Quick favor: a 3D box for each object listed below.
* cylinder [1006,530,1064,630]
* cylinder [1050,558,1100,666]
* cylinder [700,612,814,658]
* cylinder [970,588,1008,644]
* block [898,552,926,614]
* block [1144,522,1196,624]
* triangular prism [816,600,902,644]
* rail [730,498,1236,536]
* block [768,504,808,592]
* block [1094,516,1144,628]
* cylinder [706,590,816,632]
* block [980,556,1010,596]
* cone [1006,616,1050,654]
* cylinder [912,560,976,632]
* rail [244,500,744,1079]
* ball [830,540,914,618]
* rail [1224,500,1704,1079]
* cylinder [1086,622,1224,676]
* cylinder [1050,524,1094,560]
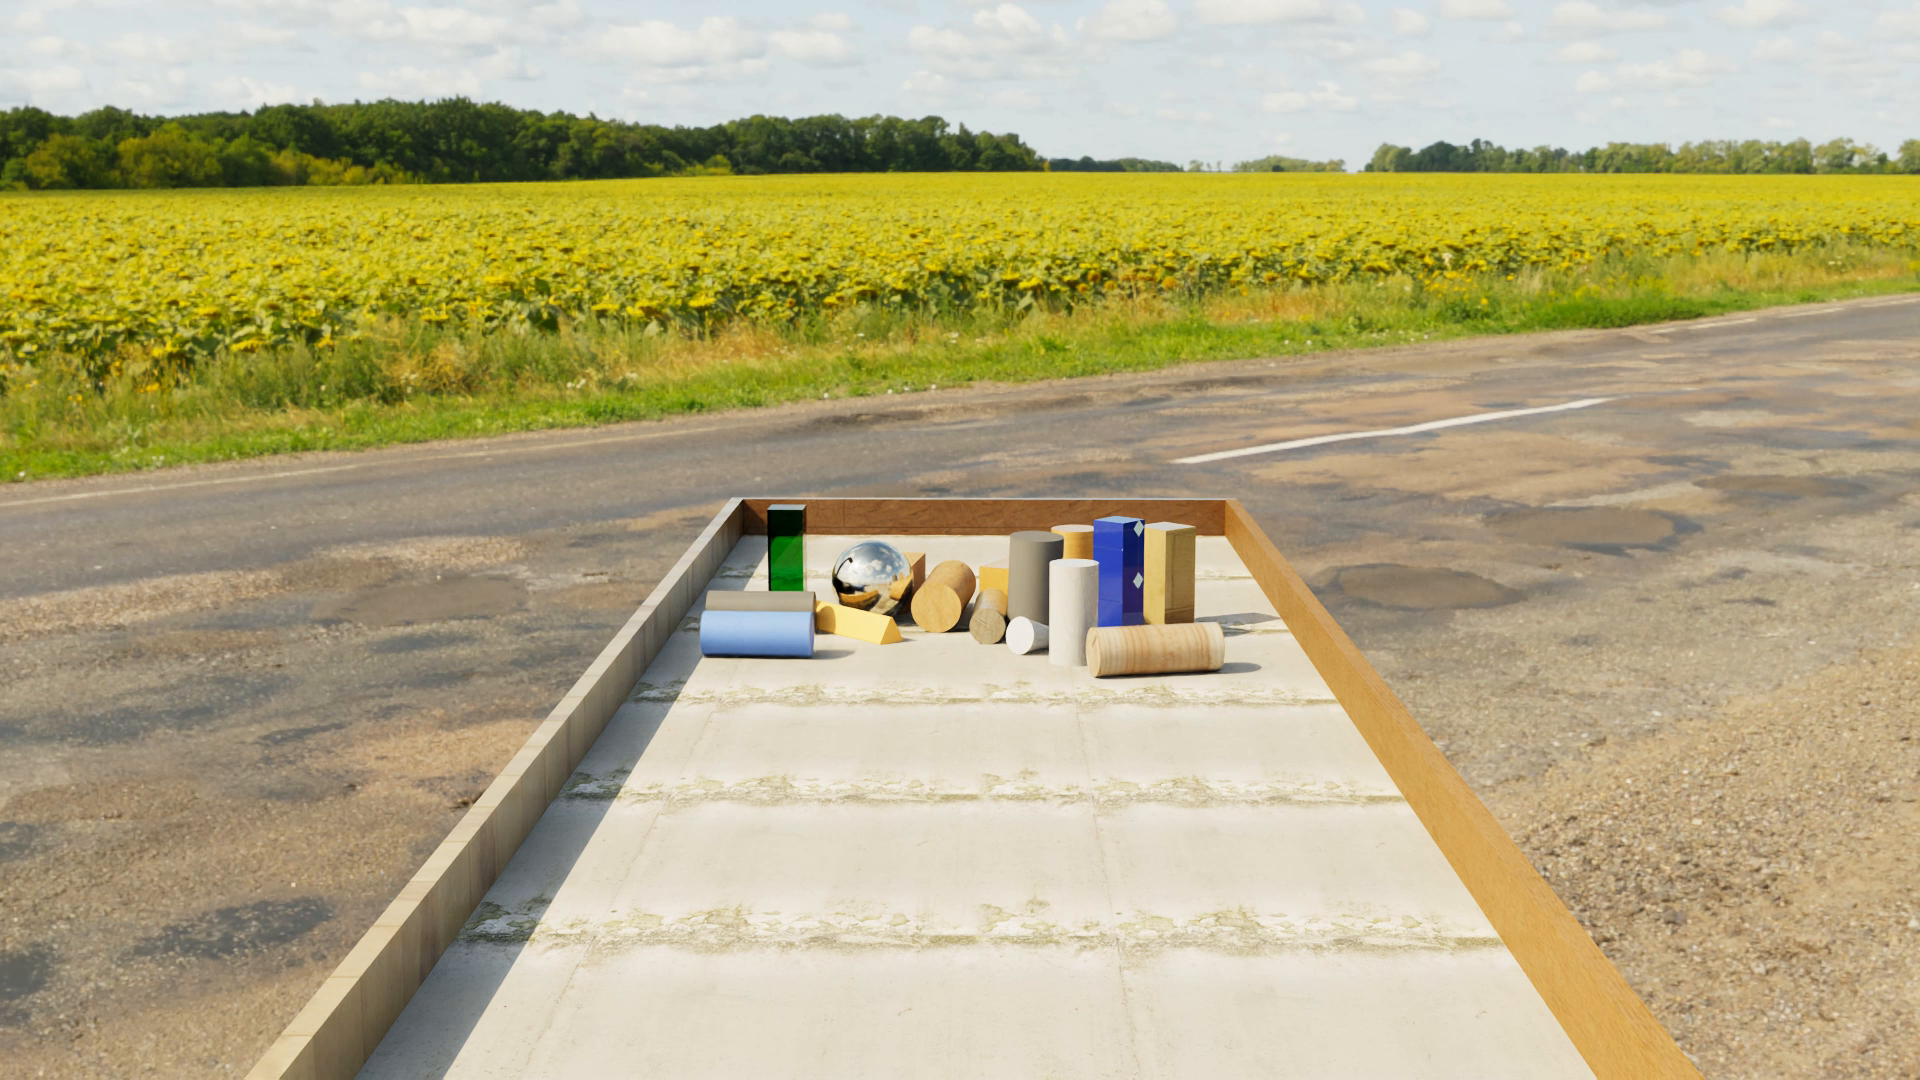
[{"bbox_3d":[0.239,0.148,7.004,0.172,0.326,0.172,2,12,0],"label":"cylinder"},{"bbox_3d":[0.345,0.219,6.657,0.149,0.304,0.149,0,9,0],"label":"cylinder"},{"bbox_3d":[-0.621,0.289,6.750,0.332,0.137,0.137,1,9,3],"label":"cylinder"},{"bbox_3d":[0.096,0.244,7.112,0.113,0.113,0.383,0,9,3],"label":"cylinder"},{"bbox_3d":[-0.224,0.147,7.616,0.146,0.146,0.405,1,9,9],"label":"block"},{"bbox_3d":[0.669,0.120,7.190,0.141,0.333,0.141,-8,12,-40],"label":"block"},{"bbox_3d":[-0.344,0.261,7.091,0.094,0.081,0.388,-8,12,-40],"label":"triangular prism"},{"bbox_3d":[0.099,-0.098,9.147,2.100,0.150,0.050,0,9,1],"label":"rail"},{"bbox_3d":[-0.566,0.085,7.222,0.116,0.391,0.116,0,9,2],"label":"block"},{"bbox_3d":[0.500,0.130,6.929,0.115,0.394,0.115,8,12,40],"label":"block"},{"bbox_3d":[-0.642,0.232,7.122,0.344,0.133,0.133,0,9,2],"label":"cylinder"},{"bbox_3d":[0.242,0.150,7.504,0.175,0.175,0.437,5,10,27],"label":"block"},{"bbox_3d":[0.292,0.306,6.891,0.117,0.117,0.311,9,2,44],"label":"cone"},{"bbox_3d":[-0.051,0.184,7.328,0.163,0.163,0.460,1,9,6],"label":"cylinder"},{"bbox_3d":[-1.004,0.839,3.234,0.050,0.150,12.000,0,9,1],"label":"rail"},{"bbox_3d":[-0.290,0.136,7.277,0.274,0.274,0.274,0,9,0],"label":"ball"},{"bbox_3d":[1.046,0.843,3.208,0.050,0.150,12.000,0,9,1],"label":"rail"},{"bbox_3d":[0.577,0.323,6.505,0.383,0.146,0.146,-2,9,-13],"label":"cylinder"},{"bbox_3d":[0.377,0.121,7.220,0.158,0.322,0.158,0,9,0],"label":"cylinder"}]
